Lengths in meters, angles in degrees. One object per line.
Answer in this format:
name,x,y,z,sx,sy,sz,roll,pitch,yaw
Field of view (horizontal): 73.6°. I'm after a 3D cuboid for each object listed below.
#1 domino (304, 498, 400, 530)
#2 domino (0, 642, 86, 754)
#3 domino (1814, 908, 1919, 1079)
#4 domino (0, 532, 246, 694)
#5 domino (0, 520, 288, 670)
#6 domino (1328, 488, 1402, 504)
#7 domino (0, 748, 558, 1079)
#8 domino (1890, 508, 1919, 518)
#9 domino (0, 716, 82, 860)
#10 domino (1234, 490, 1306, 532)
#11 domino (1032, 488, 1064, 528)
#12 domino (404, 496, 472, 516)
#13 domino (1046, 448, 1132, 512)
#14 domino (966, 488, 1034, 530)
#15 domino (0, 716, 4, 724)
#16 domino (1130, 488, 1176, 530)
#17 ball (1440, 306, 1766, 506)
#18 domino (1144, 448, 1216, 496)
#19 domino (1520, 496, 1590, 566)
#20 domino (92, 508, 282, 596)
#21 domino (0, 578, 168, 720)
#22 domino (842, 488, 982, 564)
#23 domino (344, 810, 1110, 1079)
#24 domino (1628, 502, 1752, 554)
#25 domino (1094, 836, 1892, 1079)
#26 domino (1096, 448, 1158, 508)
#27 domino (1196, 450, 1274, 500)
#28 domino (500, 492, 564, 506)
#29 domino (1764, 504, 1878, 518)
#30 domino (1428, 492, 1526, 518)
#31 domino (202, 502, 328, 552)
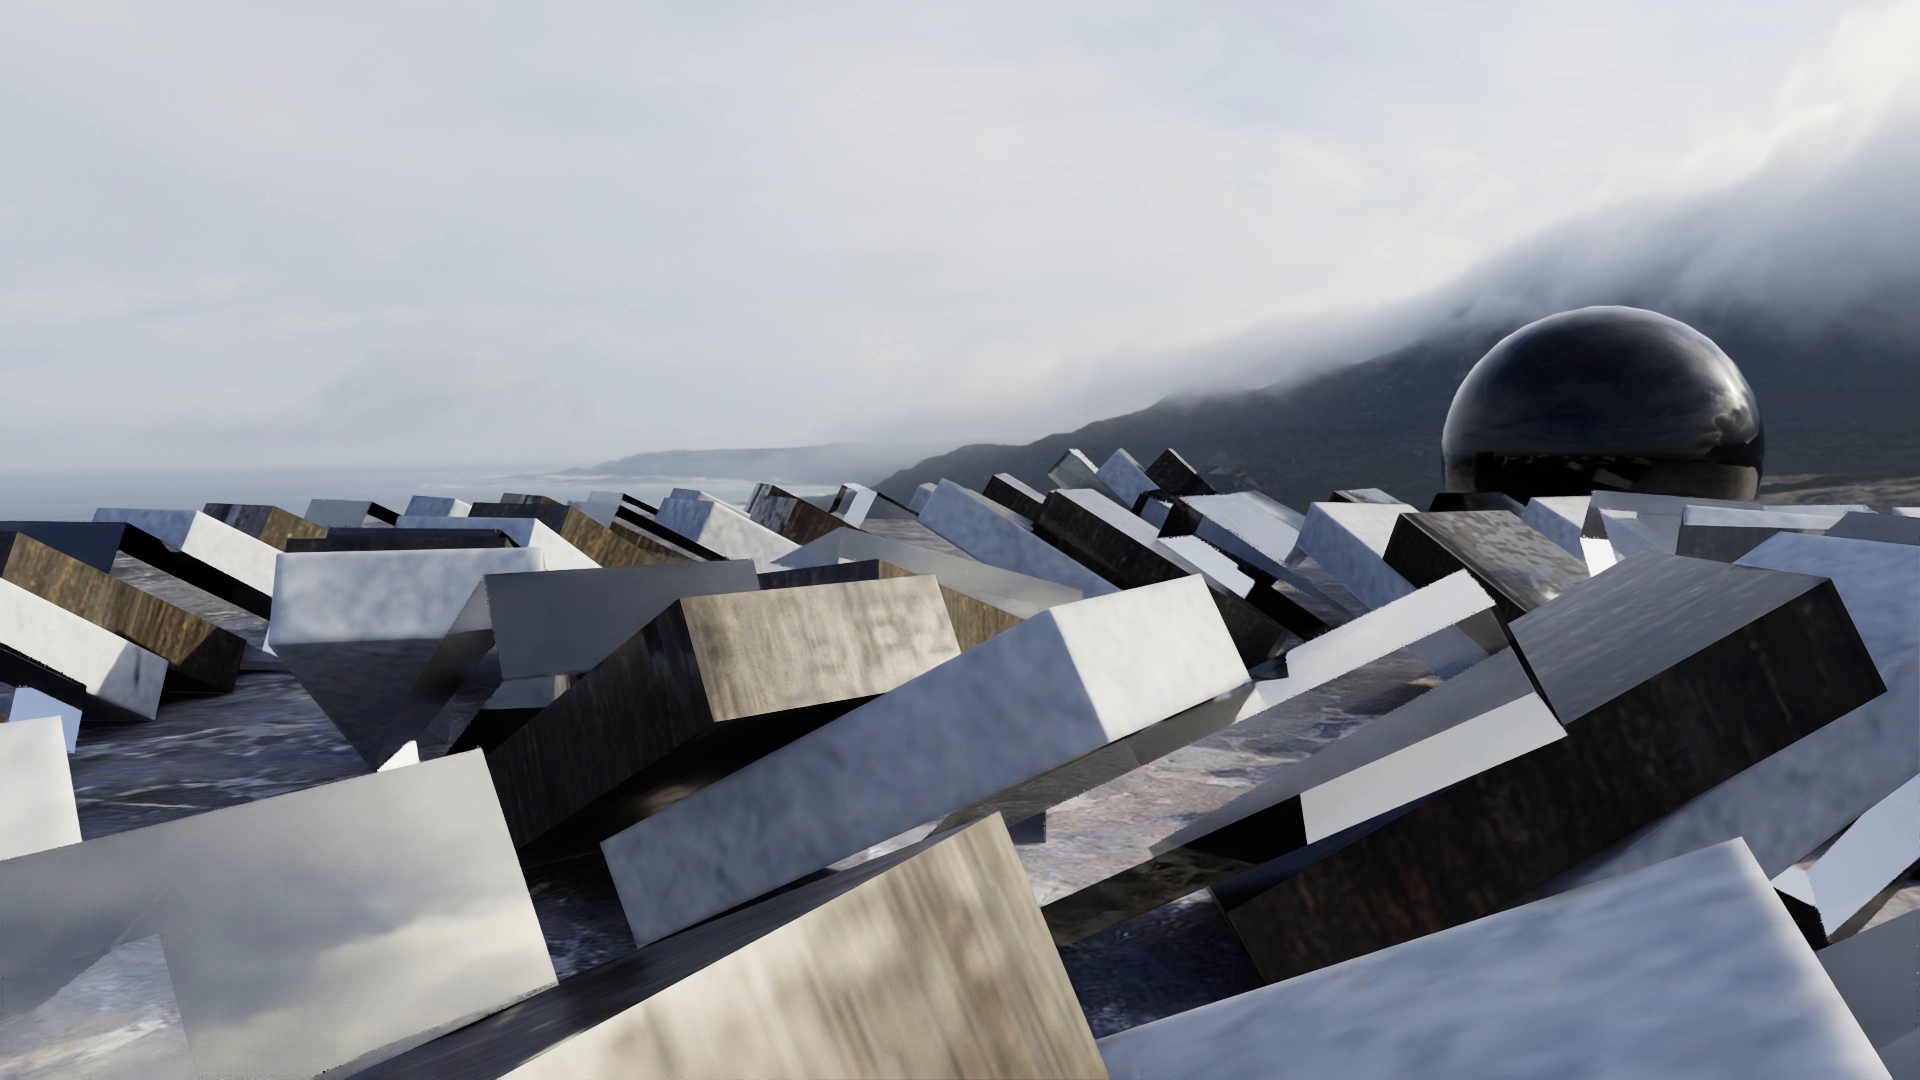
domino,-0.118,0.006,0.287,0.025,0.010,0.050,3,-21,37
domino,-0.132,0.016,0.153,0.025,0.009,0.050,-1,-22,-7
domino,0.025,0.024,0.036,0.050,0.009,0.025,-26,2,6
domino,-0.139,0.012,0.199,0.025,0.009,0.050,1,-22,7
domino,-0.138,0.011,0.221,0.025,0.010,0.050,1,-22,9
domino,0.111,0.004,0.299,0.050,0.009,0.025,37,26,33
domino,-0.042,0.023,0.052,0.050,0.009,0.025,-28,-12,32
domino,0.175,0.012,0.204,0.025,0.009,0.050,0,32,0
domino,-0.064,0.023,0.063,0.025,0.010,0.050,-5,-20,-47
domino,0.088,0.004,0.307,0.050,0.009,0.025,30,16,20
domino,0.044,0.003,0.316,0.050,0.010,0.025,28,9,8
domino,-0.105,0.004,0.308,0.025,0.009,0.050,5,-20,47
domino,0.048,-0.006,0.375,0.050,0.009,0.025,44,10,5
domino,0.021,0.003,0.316,0.050,0.010,0.025,27,6,3
domino,-0.125,0.017,0.131,0.025,0.010,0.050,-1,-22,-12
domino,0.066,0.004,0.313,0.050,0.010,0.025,29,13,15
ball,0.175,-0.024,0.354,0.080,0.080,0.080,0,4,0
domino,0.075,-0.006,0.367,0.050,0.009,0.025,44,11,6
domino,0.144,0.007,0.267,0.025,0.009,0.050,-2,31,-30
domino,-0.135,0.009,0.245,0.025,0.010,0.050,2,-22,21
domino,-0.137,0.014,0.176,0.025,0.009,0.050,0,-22,0
domino,-0.002,0.004,0.307,0.050,0.009,0.025,28,-3,-14
domino,-0.023,0.024,0.042,0.050,0.009,0.025,-28,-10,29
domino,0.158,0.009,0.248,0.025,0.009,0.050,-1,30,-18
domino,0.000,0.024,0.035,0.050,0.010,0.025,-27,-6,22
domino,0.061,-0.006,0.370,0.050,0.009,0.025,43,10,3
domino,0.088,-0.005,0.362,0.050,0.009,0.025,44,11,6
domino,-0.090,0.003,0.324,0.050,0.010,0.025,30,-16,-38
domino,0.167,0.010,0.227,0.025,0.009,0.050,-1,31,-12
domino,0.131,0.006,0.285,0.025,0.009,0.050,-2,31,-34
domino,-0.129,0.007,0.268,0.025,0.009,0.050,3,-21,33
